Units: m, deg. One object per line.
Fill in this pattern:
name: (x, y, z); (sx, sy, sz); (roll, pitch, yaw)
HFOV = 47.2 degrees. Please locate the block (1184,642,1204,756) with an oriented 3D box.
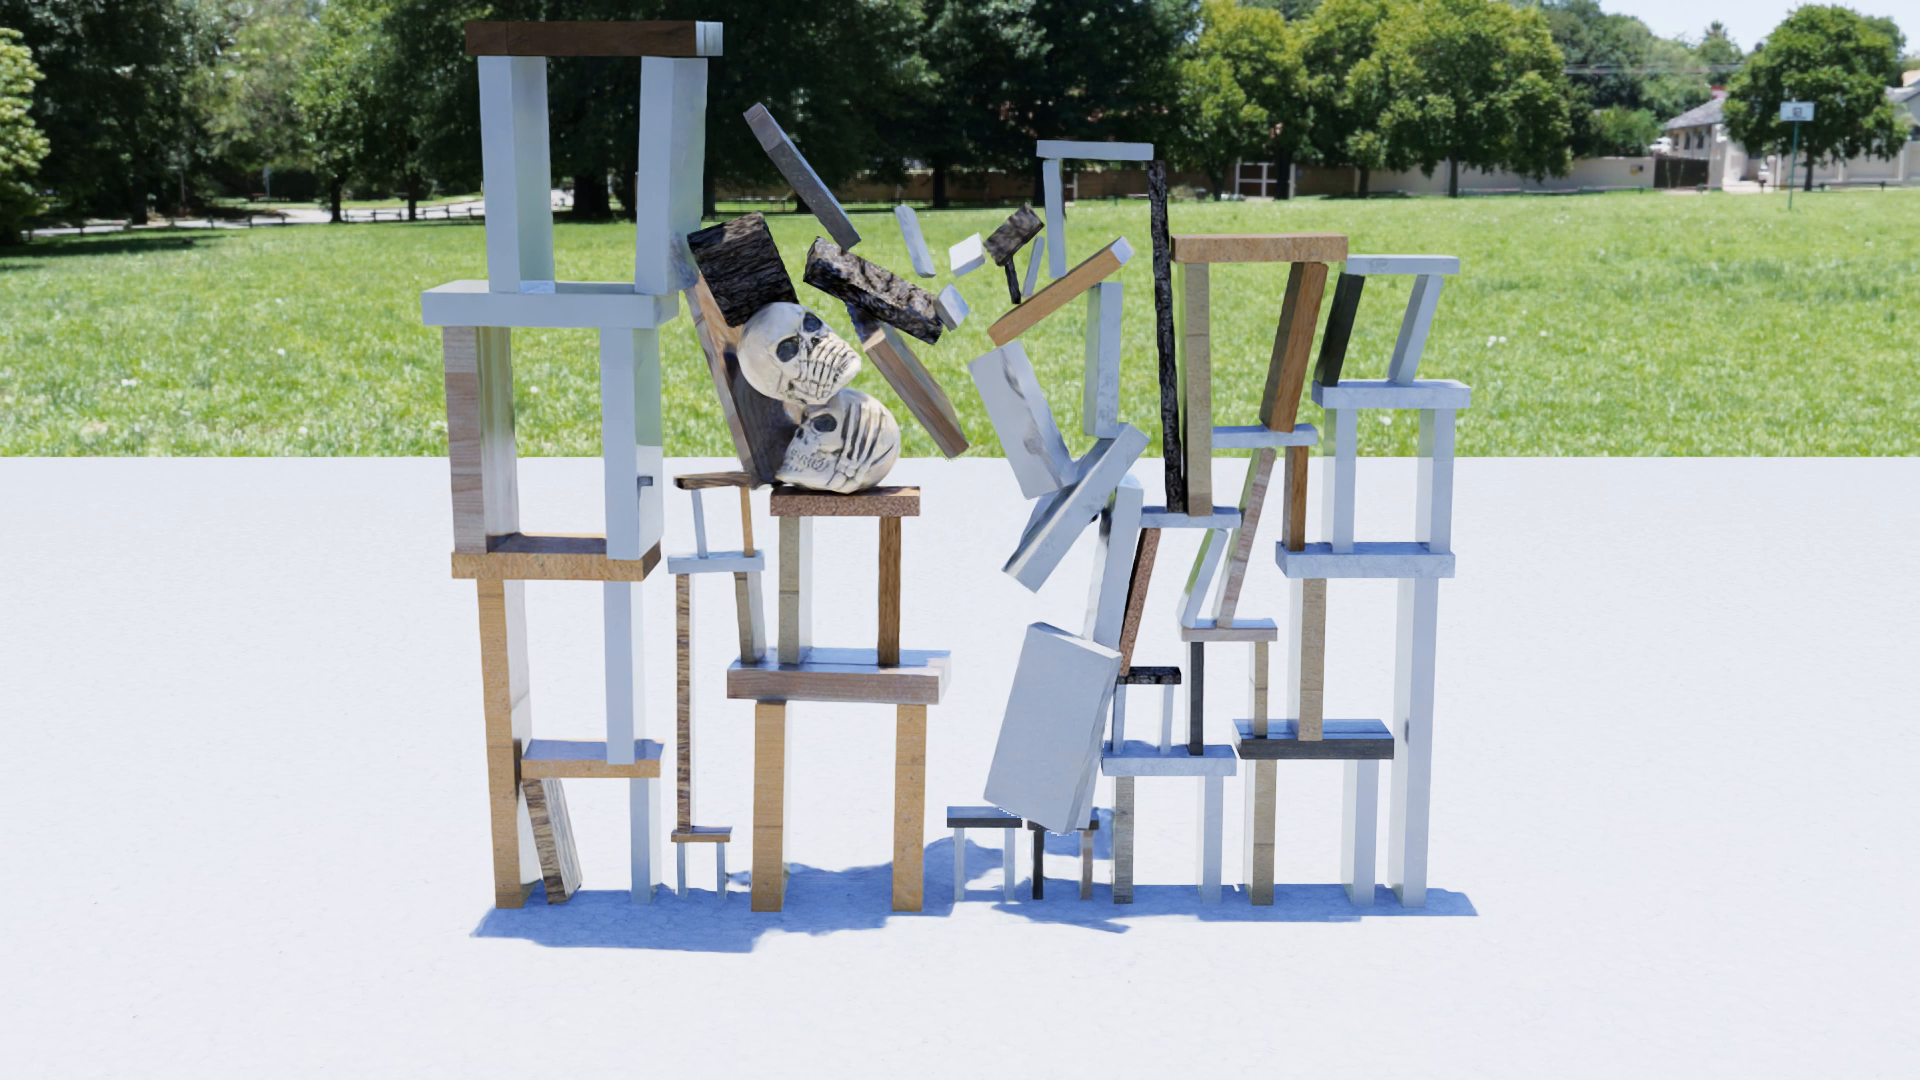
block: (0.385, 0.251, 3.610); (0.022, 0.191, 0.078); (-1, 10, 0)

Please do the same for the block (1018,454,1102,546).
block: (0.200, -0.074, 3.925); (0.148, 0.042, 0.295); (-34, 12, 24)

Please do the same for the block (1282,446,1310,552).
block: (0.541, -0.073, 3.548); (0.024, 0.170, 0.085); (1, 11, -1)

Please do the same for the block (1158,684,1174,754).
block: (0.338, 0.287, 3.614); (0.017, 0.117, 0.059); (2, 11, 0)

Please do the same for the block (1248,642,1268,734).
block: (0.489, 0.234, 3.607); (0.022, 0.156, 0.078); (-1, 11, 0)

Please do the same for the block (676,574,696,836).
block: (-0.449, 0.264, 3.608); (0.022, 0.439, 0.078); (1, 10, 0)

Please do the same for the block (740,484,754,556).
block: (-0.346, -0.034, 3.567); (0.016, 0.113, 0.056); (-4, 10, -5)

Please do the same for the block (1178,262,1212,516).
block: (0.375, -0.245, 3.514); (0.038, 0.399, 0.133); (-2, 10, 1)

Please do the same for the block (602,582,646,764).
block: (-0.543, 0.195, 3.565); (0.043, 0.304, 0.152); (0, 13, -1)

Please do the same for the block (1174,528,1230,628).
block: (0.393, 0.055, 3.573); (0.023, 0.166, 0.083); (19, 10, -3)

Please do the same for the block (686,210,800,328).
block: (-0.341, -0.425, 3.478); (0.121, 0.034, 0.241); (-18, -25, 1)

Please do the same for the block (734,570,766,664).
block: (-0.344, 0.118, 3.609); (0.022, 0.156, 0.078); (-2, 10, 11)

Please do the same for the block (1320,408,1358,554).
block: (0.611, -0.104, 3.544); (0.033, 0.232, 0.116); (0, 11, 0)

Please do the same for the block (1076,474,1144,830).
block: (0.226, 0.178, 3.593); (0.043, 0.564, 0.153); (8, 10, -3)

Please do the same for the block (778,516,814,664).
block: (-0.270, 0.072, 3.613); (0.034, 0.241, 0.121); (2, 9, 6)

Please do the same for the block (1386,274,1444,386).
block: (0.724, -0.337, 3.501); (0.025, 0.176, 0.088); (15, 10, -3)

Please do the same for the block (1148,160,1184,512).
block: (0.329, -0.325, 3.513); (0.026, 0.555, 0.091); (-3, 9, 5)

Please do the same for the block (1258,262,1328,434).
block: (0.530, -0.312, 3.500); (0.038, 0.266, 0.133); (11, 10, -2)

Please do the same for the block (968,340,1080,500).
block: (0.102, -0.193, 3.558); (0.035, 0.245, 0.122); (-25, 3, -29)

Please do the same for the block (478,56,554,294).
block: (-0.681, -0.566, 3.384); (0.050, 0.351, 0.176); (2, 13, 7)

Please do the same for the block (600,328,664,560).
block: (-0.514, -0.165, 3.455); (0.051, 0.359, 0.180); (1, 13, 5)

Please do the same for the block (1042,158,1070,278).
block: (0.153, -0.513, 3.500); (0.026, 0.182, 0.091); (-3, 12, 7)

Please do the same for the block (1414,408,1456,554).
block: (0.765, -0.104, 3.544); (0.033, 0.232, 0.116); (0, 11, 0)

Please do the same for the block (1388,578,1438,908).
block: (0.743, 0.320, 3.616); (0.038, 0.551, 0.134); (0, 11, 0)

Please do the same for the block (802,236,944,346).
block: (-0.141, -0.413, 3.643); (0.241, 0.034, 0.121); (26, 27, -13)

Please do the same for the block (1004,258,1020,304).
block: (0.082, -0.437, 3.583); (0.014, 0.098, 0.049); (-11, -7, -1)

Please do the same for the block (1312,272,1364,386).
block: (0.603, -0.337, 3.500); (0.025, 0.176, 0.088); (13, 10, -2)

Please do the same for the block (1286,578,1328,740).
block: (0.565, 0.180, 3.591); (0.038, 0.267, 0.134); (0, 11, 0)

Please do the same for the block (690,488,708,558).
block: (-0.422, -0.032, 3.559); (0.016, 0.113, 0.056); (-6, 11, -6)

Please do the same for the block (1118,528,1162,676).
block: (0.286, 0.093, 3.581); (0.023, 0.245, 0.083); (12, 10, -2)

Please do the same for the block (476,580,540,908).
block: (-0.742, 0.315, 3.620); (0.043, 0.558, 0.152); (-1, 11, 1)

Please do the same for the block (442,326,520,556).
block: (-0.756, -0.172, 3.483); (0.051, 0.359, 0.180); (1, 13, 6)

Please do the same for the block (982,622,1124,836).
block: (0.147, 0.300, 3.518); (0.153, 0.305, 0.043); (21, 16, 25)

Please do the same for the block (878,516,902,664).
block: (-0.116, 0.072, 3.612); (0.034, 0.241, 0.121); (1, 9, -3)

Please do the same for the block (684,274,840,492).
block: (-0.330, -0.271, 3.636); (0.148, 0.368, 0.042); (-15, -8, -31)

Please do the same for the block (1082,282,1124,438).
block: (0.229, -0.289, 3.531); (0.035, 0.245, 0.122); (1, 4, -7)

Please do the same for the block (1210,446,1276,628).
block: (0.459, -0.010, 3.562); (0.024, 0.298, 0.085); (13, 10, -2)

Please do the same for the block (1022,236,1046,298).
block: (0.118, -0.439, 3.544); (0.014, 0.098, 0.049); (13, 3, -3)

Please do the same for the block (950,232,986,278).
block: (0.013, -0.482, 3.722); (0.058, 0.016, 0.116); (-27, 24, 10)

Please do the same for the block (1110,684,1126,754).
block: (0.260, 0.287, 3.614); (0.017, 0.117, 0.059); (2, 11, 0)

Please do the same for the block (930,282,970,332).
block: (-0.015, -0.390, 3.675); (0.016, 0.058, 0.116); (-30, 11, 19)

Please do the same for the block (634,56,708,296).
block: (-0.442, -0.562, 3.372); (0.050, 0.351, 0.176); (6, 13, 9)
